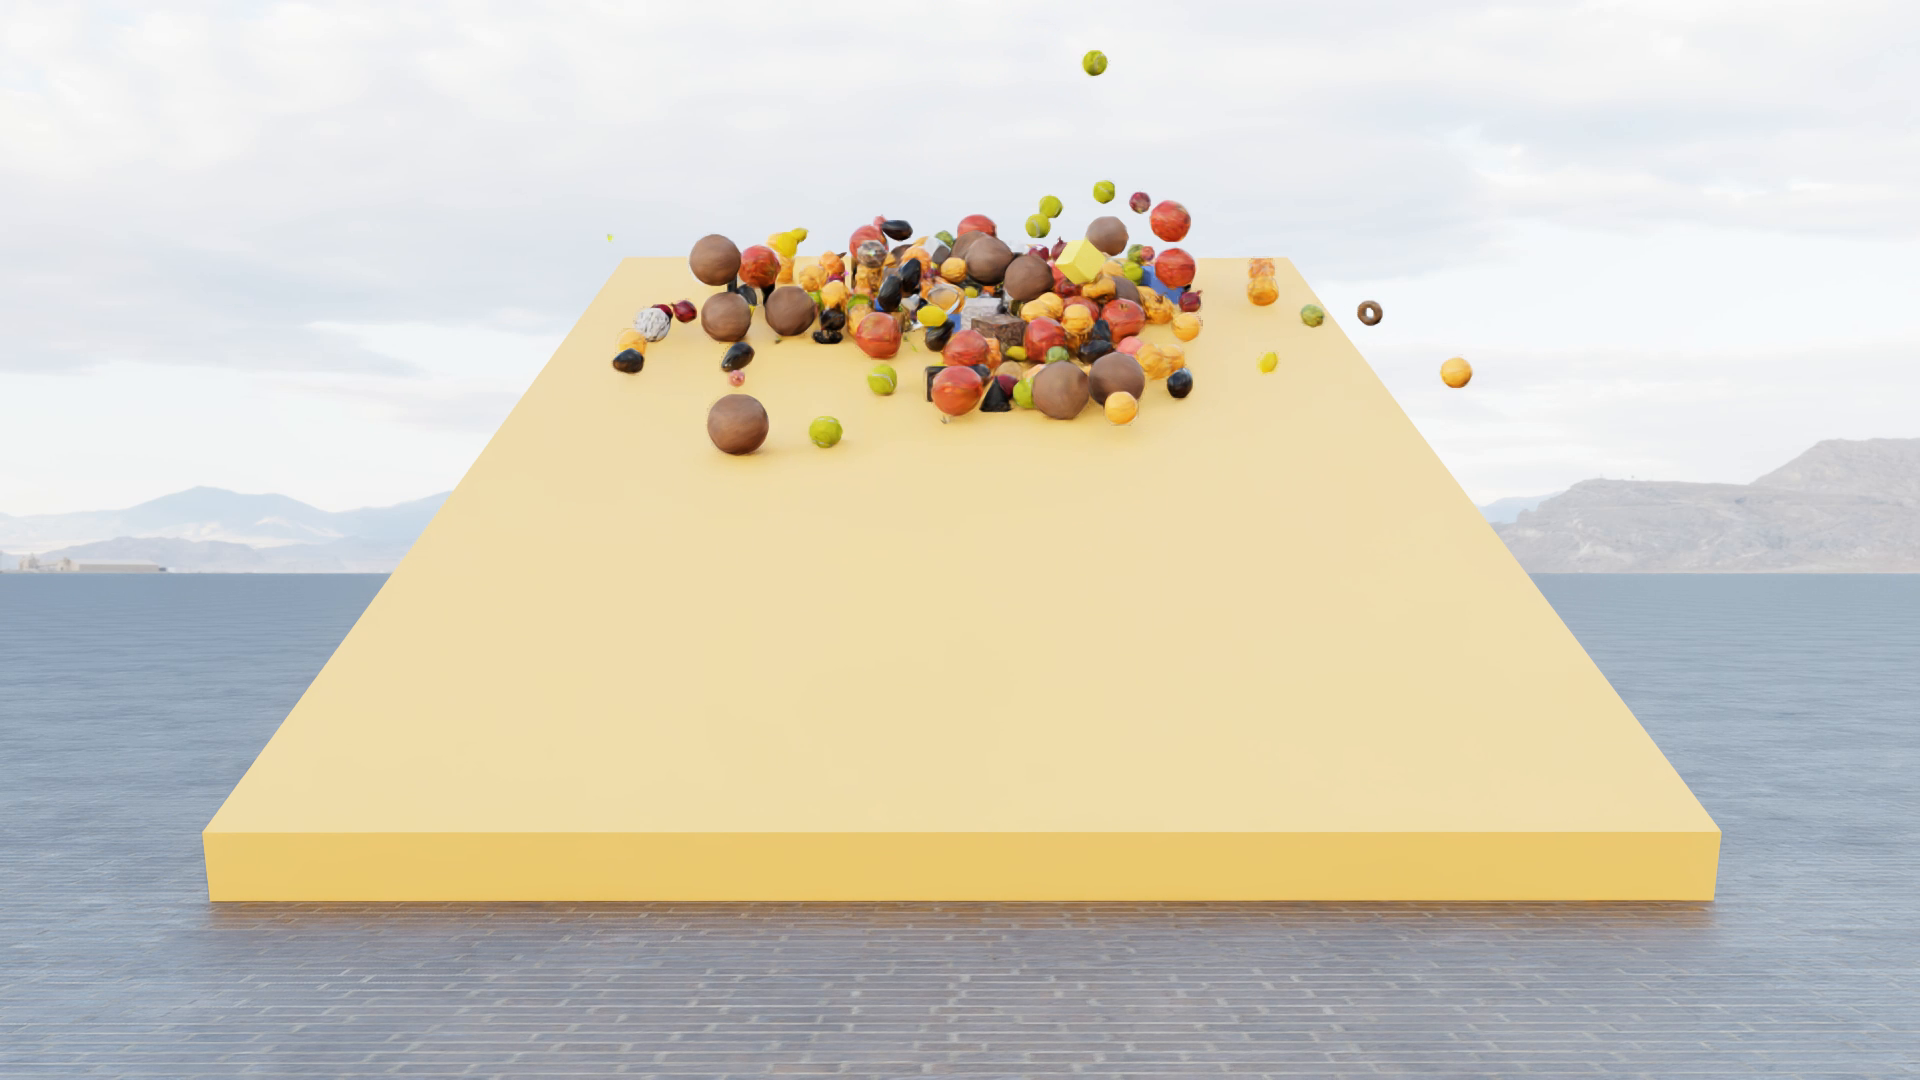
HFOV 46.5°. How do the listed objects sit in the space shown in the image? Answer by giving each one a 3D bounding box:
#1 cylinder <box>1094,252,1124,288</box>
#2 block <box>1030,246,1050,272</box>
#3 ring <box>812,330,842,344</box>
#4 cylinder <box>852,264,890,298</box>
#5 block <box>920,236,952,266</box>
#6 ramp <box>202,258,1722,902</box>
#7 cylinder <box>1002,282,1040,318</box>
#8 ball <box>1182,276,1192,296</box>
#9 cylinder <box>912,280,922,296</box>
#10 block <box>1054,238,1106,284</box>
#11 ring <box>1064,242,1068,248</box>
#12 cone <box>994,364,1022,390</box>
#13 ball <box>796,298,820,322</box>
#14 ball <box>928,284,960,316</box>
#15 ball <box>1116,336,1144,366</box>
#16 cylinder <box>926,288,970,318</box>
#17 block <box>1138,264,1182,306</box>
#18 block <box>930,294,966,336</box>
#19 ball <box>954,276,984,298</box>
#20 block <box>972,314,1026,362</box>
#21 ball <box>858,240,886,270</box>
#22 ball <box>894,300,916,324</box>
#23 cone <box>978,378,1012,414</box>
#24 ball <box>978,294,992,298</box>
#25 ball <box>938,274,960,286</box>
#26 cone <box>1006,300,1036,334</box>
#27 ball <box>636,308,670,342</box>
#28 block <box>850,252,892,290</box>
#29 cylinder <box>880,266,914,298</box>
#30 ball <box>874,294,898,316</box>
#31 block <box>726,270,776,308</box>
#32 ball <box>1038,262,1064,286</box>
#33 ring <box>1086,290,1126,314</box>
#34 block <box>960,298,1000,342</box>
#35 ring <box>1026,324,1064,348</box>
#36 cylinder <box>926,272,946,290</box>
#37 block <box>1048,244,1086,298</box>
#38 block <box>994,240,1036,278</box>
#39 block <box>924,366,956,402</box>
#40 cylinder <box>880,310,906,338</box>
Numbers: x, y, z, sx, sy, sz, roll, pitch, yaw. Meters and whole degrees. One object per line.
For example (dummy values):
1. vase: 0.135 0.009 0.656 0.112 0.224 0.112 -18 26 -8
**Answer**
1. cylinder: 0.398 -0.741 6.144 0.082 0.082 0.082 0 -9 26
2. block: 0.220 -0.825 6.566 0.060 0.060 0.060 11 21 30
3. ring: -0.335 -0.513 5.659 0.079 0.026 0.079 3 15 -1
4. cylinder: -0.241 -0.717 6.187 0.088 0.088 0.088 -7 2 -22
5. block: -0.067 -0.802 6.209 0.055 0.055 0.055 21 19 -45
6. ramp: -0.004 -0.187 4.862 2.000 0.100 4.000 0 18 0
7. cylinder: 0.160 -0.638 5.930 0.090 0.090 0.090 2 -1 -5
8. ball: 0.616 -0.707 6.217 0.052 0.052 0.052 0 -1 0
9. cylinder: -0.135 -0.682 6.130 0.050 0.050 0.050 -6 -1 7
10. block: 0.306 -0.708 5.688 0.077 0.077 0.077 39 -18 -26
11. ring: 0.318 -0.771 6.275 0.047 0.140 0.140 14 8 35
12. cone: 0.124 -0.376 5.234 0.068 0.068 0.068 0 5 22
13. ball: -0.401 -0.605 5.887 0.061 0.061 0.061 0 -1 0
14. ball: -0.040 -0.584 5.420 0.078 0.078 0.078 0 -1 0
15. ball: 0.413 -0.457 5.420 0.070 0.070 0.070 0 -1 0
16. cylinder: -0.033 -0.622 5.900 0.087 0.087 0.087 11 5 30
17. block: 0.549 -0.699 6.129 0.091 0.091 0.091 -5 19 -15
18. block: -0.021 -0.583 5.782 0.084 0.084 0.084 -10 21 -28
19. ball: 0.021 -0.663 5.953 0.084 0.084 0.084 0 -1 0
20. block: 0.095 -0.497 5.503 0.094 0.094 0.094 -13 22 -35
21. ball: -0.229 -0.741 5.804 0.077 0.077 0.077 0 -1 0
22. ball: -0.146 -0.599 5.866 0.060 0.060 0.060 0 -1 0
23. cone: 0.080 -0.331 5.023 0.076 0.076 0.076 0 18 0
24. ball: 0.065 -0.612 5.786 0.050 0.050 0.050 0 -1 0
25. ball: -0.018 -0.673 6.053 0.089 0.089 0.089 0 -1 0
26. cone: 0.124 -0.538 5.612 0.096 0.096 0.096 -32 -19 32
27. ball: -0.777 -0.545 5.656 0.088 0.088 0.088 0 -1 0
28. block: -0.250 -0.760 6.312 0.092 0.092 0.092 5 19 15
29. cylinder: -0.164 -0.672 5.848 0.076 0.076 0.076 7 -1 1
30. ball: -0.195 -0.629 5.956 0.065 0.065 0.065 0 -1 0
31. block: -0.559 -0.670 5.978 0.092 0.092 0.092 0 5 28
32. ball: 0.242 -0.705 5.926 0.067 0.067 0.067 0 -1 0
33. ring: 0.389 -0.634 5.957 0.114 0.038 0.114 -18 -7 -2
34. block: 0.053 -0.561 5.701 0.093 0.093 0.093 2 18 6
35. ring: 0.200 -0.512 5.635 0.123 0.041 0.123 -1 22 0
36. cylinder: -0.063 -0.719 6.249 0.054 0.054 0.054 0 18 11
37. block: 0.287 -0.724 6.012 0.090 0.090 0.090 26 -8 23
38. block: 0.146 -0.759 6.055 0.076 0.076 0.076 -5 34 -29
39. block: -0.045 -0.357 5.110 0.069 0.069 0.069 -1 17 -5
40. cylinder: -0.171 -0.548 5.670 0.054 0.054 0.054 17 -11 4
